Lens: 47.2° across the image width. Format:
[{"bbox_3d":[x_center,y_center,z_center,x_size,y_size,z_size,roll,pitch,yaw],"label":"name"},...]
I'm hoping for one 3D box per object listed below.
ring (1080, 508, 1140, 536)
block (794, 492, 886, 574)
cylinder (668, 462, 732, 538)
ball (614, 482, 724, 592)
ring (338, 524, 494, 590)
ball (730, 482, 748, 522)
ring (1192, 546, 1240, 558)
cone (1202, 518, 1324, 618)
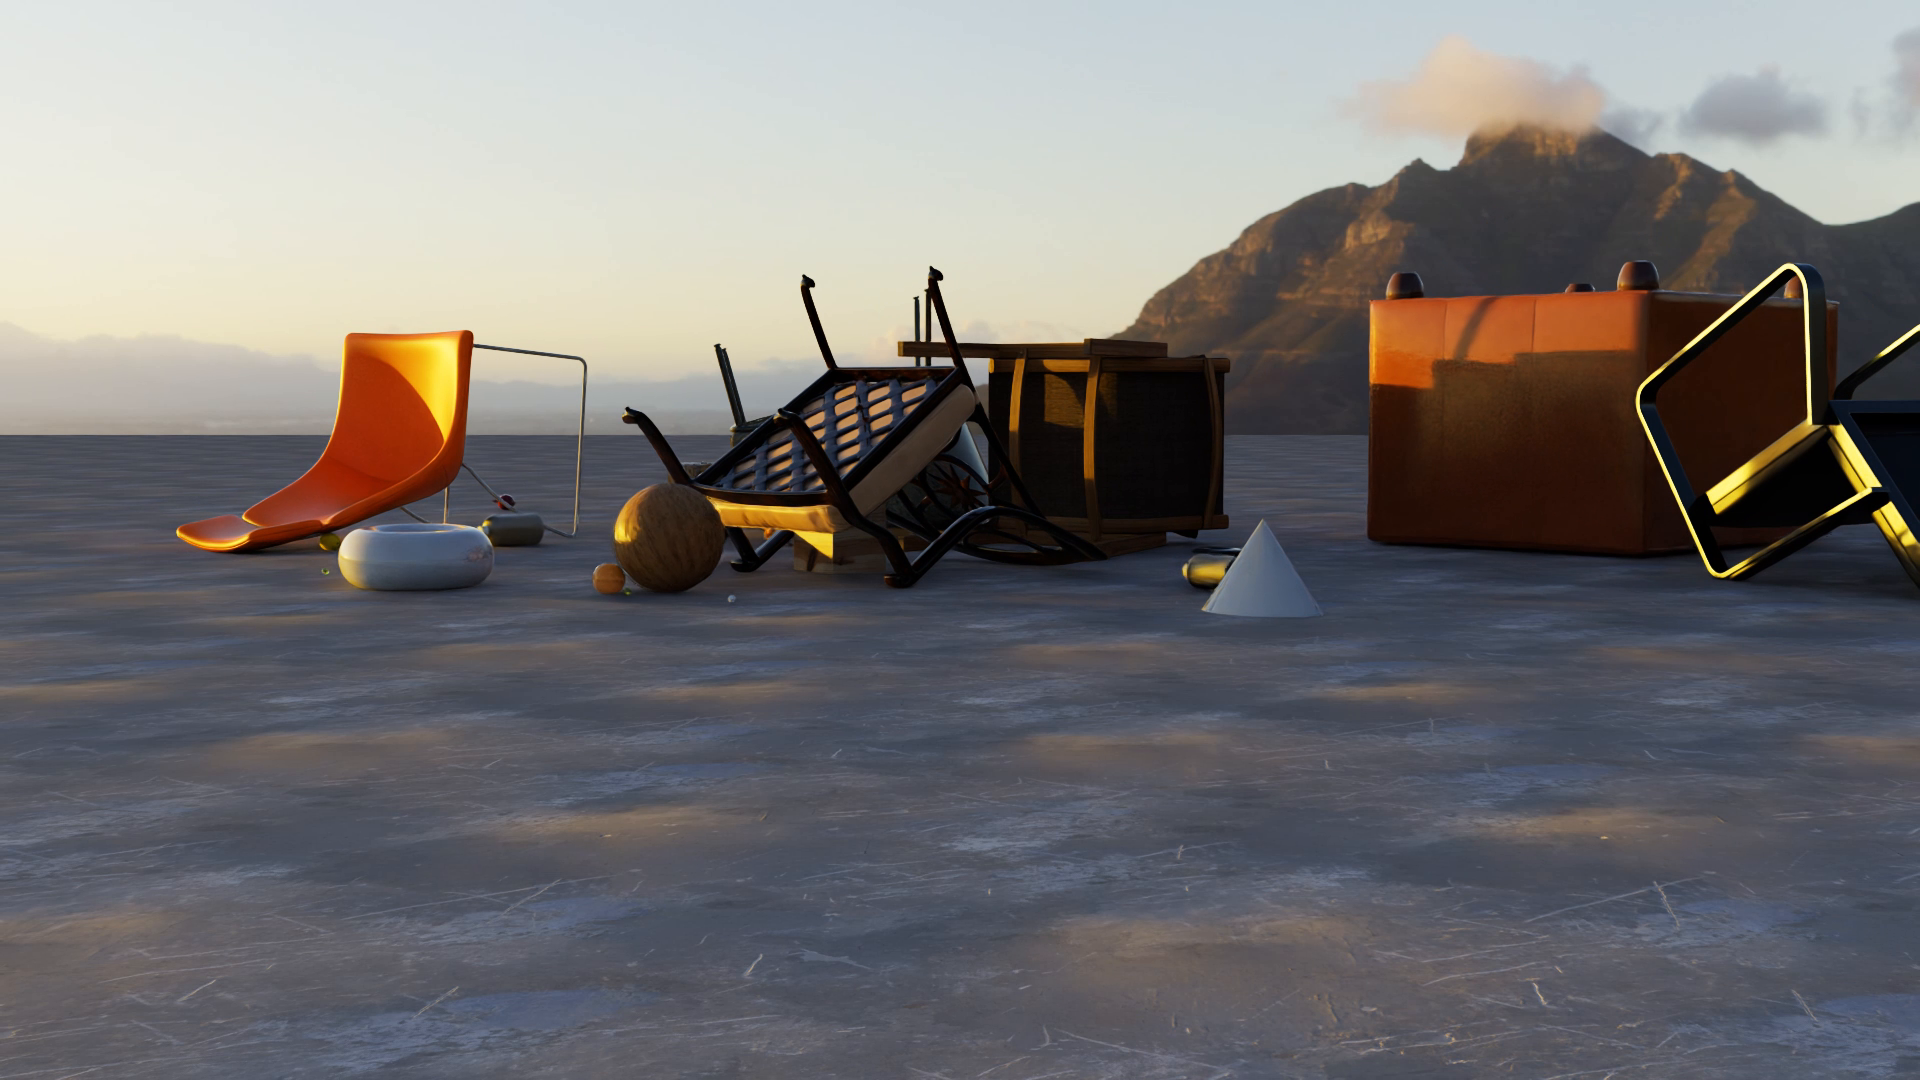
[{"bbox_3d":[0.459,-0.055,6.763,0.157,0.082,0.213,-2,3,-39],"label":"ring"},{"bbox_3d":[-0.298,-0.019,5.442,0.161,0.190,0.165,-3,5,-39],"label":"block"},{"bbox_3d":[-0.781,-0.116,6.576,0.160,0.235,0.220,-1,-39,-16],"label":"cylinder"},{"bbox_3d":[-0.641,-0.005,4.850,0.242,0.242,0.242,0,4,0],"label":"ball"},{"bbox_3d":[-1.238,0.039,5.013,0.348,0.135,0.345,3,6,24],"label":"ring"},{"bbox_3d":[-0.779,-0.124,7.354,0.137,0.137,0.137,0,4,0],"label":"ball"},{"bbox_3d":[0.695,0.033,5.915,0.147,0.022,0.132,3,6,36],"label":"ring"},{"bbox_3d":[0.610,0.050,4.436,0.264,0.189,0.194,4,5,42],"label":"cone"}]
